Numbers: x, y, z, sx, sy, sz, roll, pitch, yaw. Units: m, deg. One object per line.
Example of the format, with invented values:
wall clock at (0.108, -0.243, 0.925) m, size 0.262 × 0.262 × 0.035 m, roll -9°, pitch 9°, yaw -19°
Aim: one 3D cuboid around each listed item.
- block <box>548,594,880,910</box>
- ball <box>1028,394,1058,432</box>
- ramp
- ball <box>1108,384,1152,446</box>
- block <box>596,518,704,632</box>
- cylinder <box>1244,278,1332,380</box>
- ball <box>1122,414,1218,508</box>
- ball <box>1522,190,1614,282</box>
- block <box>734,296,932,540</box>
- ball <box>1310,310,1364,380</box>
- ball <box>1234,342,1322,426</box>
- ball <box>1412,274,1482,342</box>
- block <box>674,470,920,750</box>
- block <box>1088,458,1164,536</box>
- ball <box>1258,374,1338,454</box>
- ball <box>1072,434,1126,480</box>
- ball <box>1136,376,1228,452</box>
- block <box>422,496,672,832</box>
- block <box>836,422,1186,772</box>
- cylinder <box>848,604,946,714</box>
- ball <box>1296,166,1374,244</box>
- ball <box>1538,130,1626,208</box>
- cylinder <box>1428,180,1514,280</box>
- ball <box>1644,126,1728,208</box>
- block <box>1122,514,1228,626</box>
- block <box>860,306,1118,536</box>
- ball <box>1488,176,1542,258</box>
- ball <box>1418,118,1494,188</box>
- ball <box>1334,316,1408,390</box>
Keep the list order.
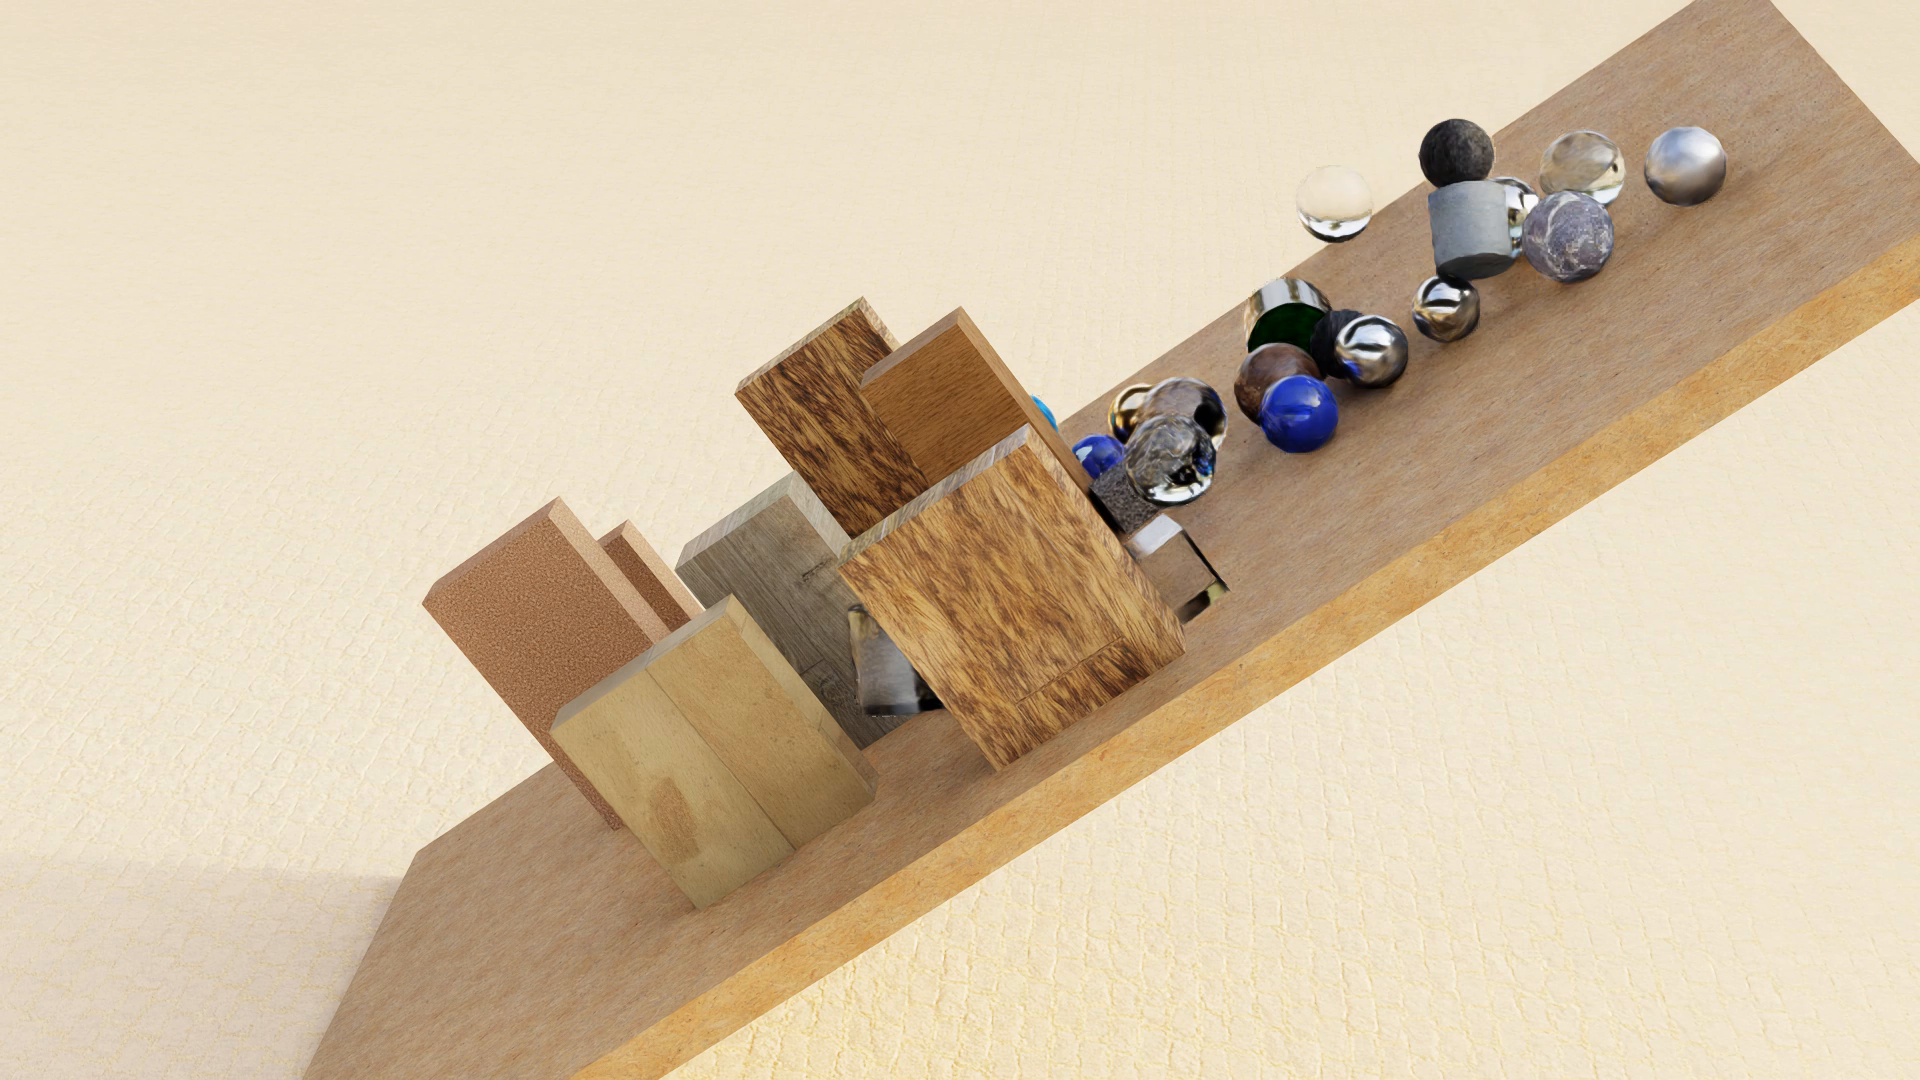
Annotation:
block at (-0.488, 0.428, 5.875) m, size 0.445 × 0.486 × 0.112 m, roll -33°, pitch 16°, yaw 16°
ball at (0.121, -0.235, 6.586) m, size 0.197 × 0.197 × 0.197 m, roll 0°, pitch 22°, yaw 0°
ramp at (0.132, 0.177, 6.315) m, size 4.000 × 0.100 × 2.000 m, roll -33°, pitch 16°, yaw 16°
ball at (0.400, -0.270, 6.468) m, size 0.148 × 0.148 × 0.148 m, roll 0°, pitch 22°, yaw 0°
block at (-0.823, 0.212, 7.345) m, size 0.312 × 0.431 × 0.104 m, roll -33°, pitch 16°, yaw 16°
cylinder at (0.702, -0.436, 6.235) m, size 0.193 × 0.193 × 0.193 m, roll 1°, pitch 20°, yaw 2°
ball at (0.432, -0.163, 6.051) m, size 0.193 × 0.193 × 0.193 m, roll 0°, pitch 22°, yaw 0°
ball at (1.169, -0.583, 5.657) m, size 0.176 × 0.176 × 0.176 m, roll 0°, pitch 22°, yaw 0°
block at (-0.171, -0.191, 6.649) m, size 0.353 × 0.641 × 0.088 m, roll -33°, pitch 16°, yaw 16°
ball at (0.790, -0.401, 6.035) m, size 0.143 × 0.143 × 0.143 m, roll 0°, pitch 22°, yaw 0°
ball at (0.653, -0.315, 6.032) m, size 0.181 × 0.181 × 0.181 m, roll 0°, pitch 22°, yaw 0°
ball at (0.964, -0.460, 5.834) m, size 0.137 × 0.137 × 0.137 m, roll 0°, pitch 22°, yaw 0°
block at (-0.301, 0.165, 6.101) m, size 0.294 × 0.544 × 0.142 m, roll -33°, pitch 16°, yaw 16°
block at (0.356, -0.095, 6.199) m, size 0.109 × 0.109 × 0.109 m, roll -38°, pitch 15°, yaw 1°
ball at (0.673, -0.250, 5.846) m, size 0.157 × 0.157 × 0.157 m, roll 0°, pitch 22°, yaw 0°
ball at (0.305, -0.163, 6.448) m, size 0.140 × 0.140 × 0.140 m, roll 0°, pitch 22°, yaw 0°
ball at (0.469, -0.250, 6.229) m, size 0.194 × 0.194 × 0.194 m, roll 0°, pitch 22°, yaw 0°
block at (-0.849, 0.286, 6.694) m, size 0.372 × 0.695 × 0.124 m, roll -33°, pitch 16°, yaw 16°
block at (0.098, 0.110, 5.448) m, size 0.430 × 0.502 × 0.110 m, roll -33°, pitch 16°, yaw 16°
cylinder at (-0.113, 0.230, 5.903) m, size 0.207 × 0.207 × 0.207 m, roll -6°, pitch 6°, yaw 1°
ball at (0.876, -0.784, 6.879) m, size 0.181 × 0.181 × 0.181 m, roll 0°, pitch 22°, yaw 0°
ball at (1.254, -0.741, 5.928) m, size 0.171 × 0.171 × 0.171 m, roll 0°, pitch 22°, yaw 0°
cylinder at (1.013, -0.614, 5.838) m, size 0.153 × 0.153 × 0.153 m, roll -4°, pitch -15°, yaw -1°
ball at (1.379, -0.710, 5.593) m, size 0.153 × 0.153 × 0.153 m, roll 0°, pitch 22°, yaw 0°
block at (0.388, 0.068, 5.579) m, size 0.152 × 0.152 × 0.152 m, roll -38°, pitch 15°, yaw -1°
block at (0.065, -0.185, 6.232) m, size 0.254 × 0.573 × 0.124 m, roll -33°, pitch 16°, yaw 16°
ball at (1.109, -0.657, 6.009) m, size 0.172 × 0.172 × 0.172 m, roll 0°, pitch 22°, yaw 0°
ball at (1.009, -0.781, 5.979) m, size 0.150 × 0.150 × 0.150 m, roll 0°, pitch 22°, yaw 0°
ball at (0.823, -0.375, 5.884) m, size 0.149 × 0.149 × 0.149 m, roll 0°, pitch 22°, yaw 0°
